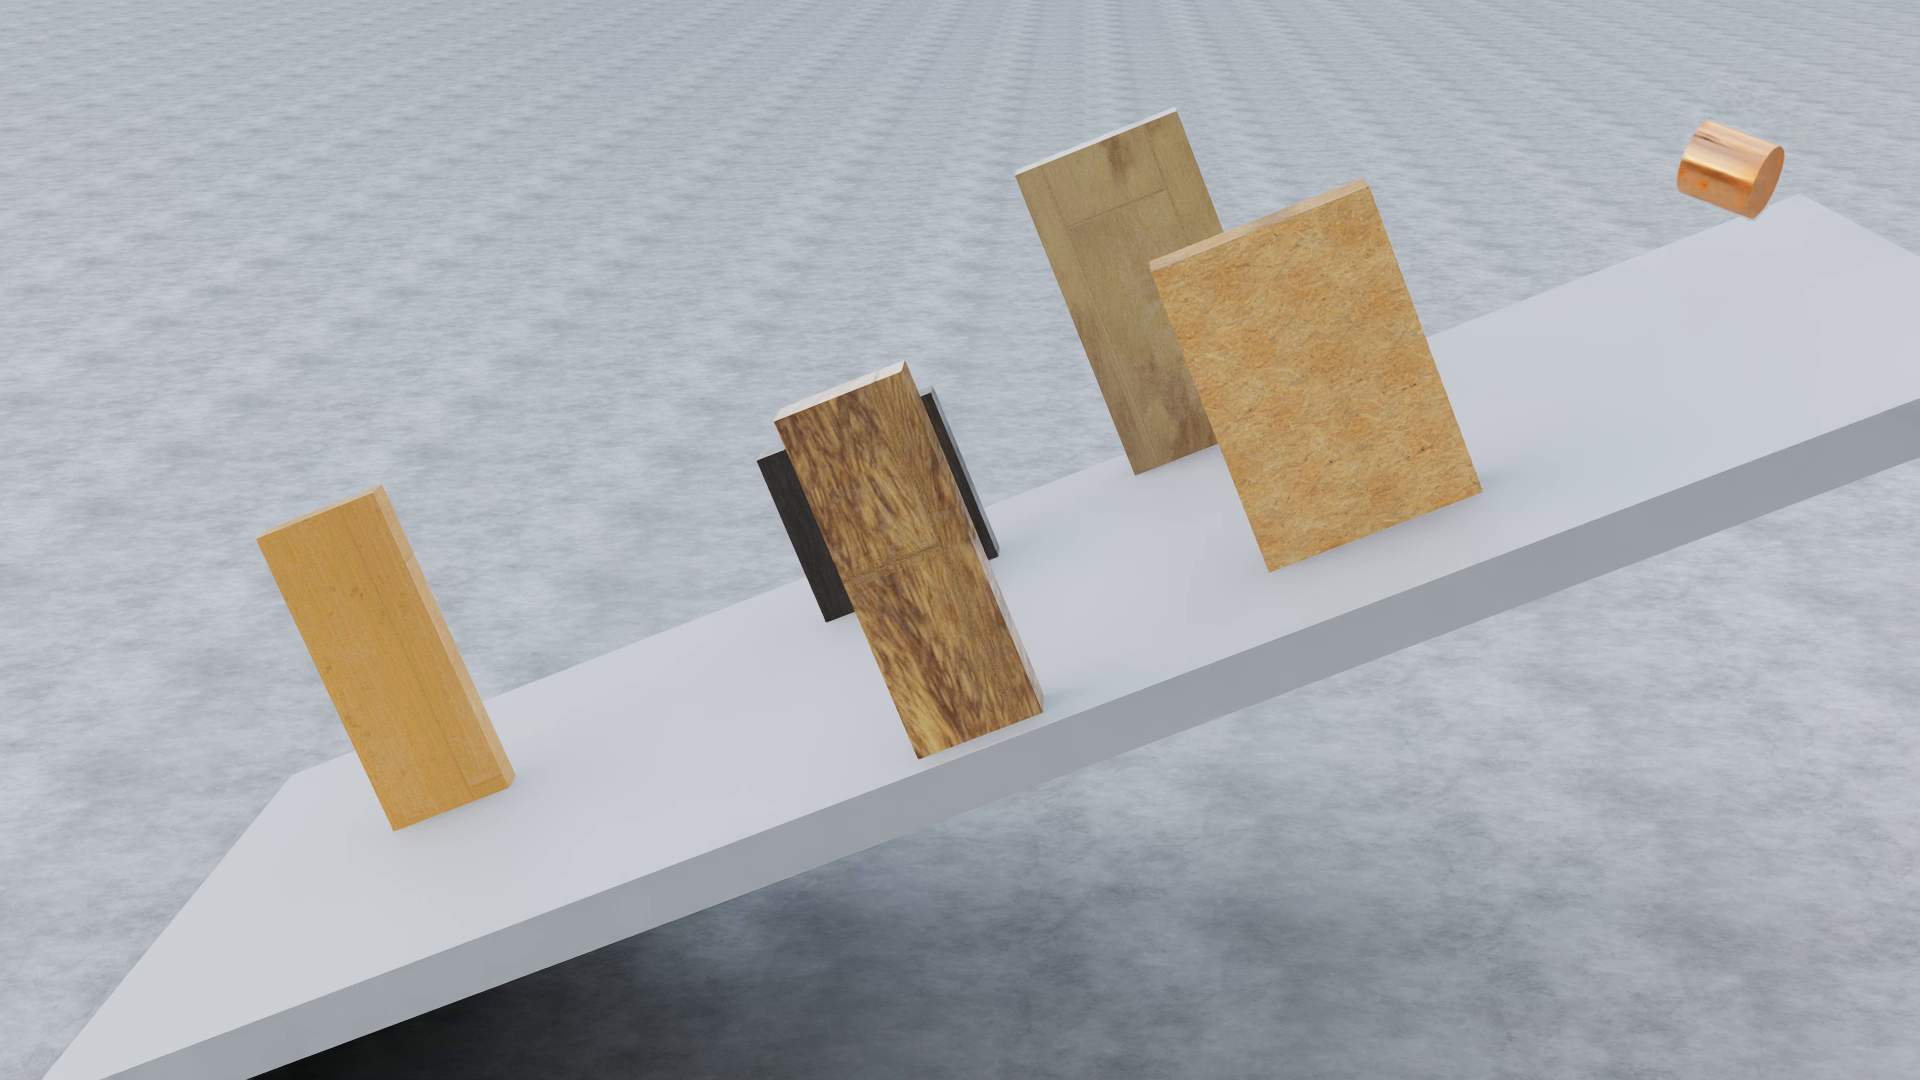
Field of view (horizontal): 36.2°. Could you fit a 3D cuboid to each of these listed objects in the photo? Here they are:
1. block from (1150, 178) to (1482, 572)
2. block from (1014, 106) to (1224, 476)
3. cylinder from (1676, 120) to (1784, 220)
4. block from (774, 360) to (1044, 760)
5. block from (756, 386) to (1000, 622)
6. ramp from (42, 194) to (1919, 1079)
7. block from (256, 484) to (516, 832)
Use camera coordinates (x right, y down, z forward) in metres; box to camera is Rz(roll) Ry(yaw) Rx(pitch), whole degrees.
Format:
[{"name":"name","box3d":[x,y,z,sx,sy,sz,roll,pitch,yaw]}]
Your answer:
[{"name":"block","box3d":[0.682,-0.314,5.645,0.436,0.629,0.133,-21,12,7]},{"name":"block","box3d":[0.456,-0.580,6.885,0.399,0.762,0.105,-21,12,7]},{"name":"cylinder","box3d":[1.652,-0.794,6.307,0.165,0.165,0.165,27,26,27]},{"name":"block","box3d":[-0.088,0.038,5.381,0.247,0.682,0.117,-21,12,7]},{"name":"block","box3d":[-0.185,-0.082,6.731,0.427,0.410,0.091,-21,12,7]},{"name":"ramp","box3d":[0.124,0.173,6.290,4.000,0.100,2.000,-21,12,7]},{"name":"block","box3d":[-1.253,0.261,6.439,0.280,0.715,0.083,-21,12,7]}]
